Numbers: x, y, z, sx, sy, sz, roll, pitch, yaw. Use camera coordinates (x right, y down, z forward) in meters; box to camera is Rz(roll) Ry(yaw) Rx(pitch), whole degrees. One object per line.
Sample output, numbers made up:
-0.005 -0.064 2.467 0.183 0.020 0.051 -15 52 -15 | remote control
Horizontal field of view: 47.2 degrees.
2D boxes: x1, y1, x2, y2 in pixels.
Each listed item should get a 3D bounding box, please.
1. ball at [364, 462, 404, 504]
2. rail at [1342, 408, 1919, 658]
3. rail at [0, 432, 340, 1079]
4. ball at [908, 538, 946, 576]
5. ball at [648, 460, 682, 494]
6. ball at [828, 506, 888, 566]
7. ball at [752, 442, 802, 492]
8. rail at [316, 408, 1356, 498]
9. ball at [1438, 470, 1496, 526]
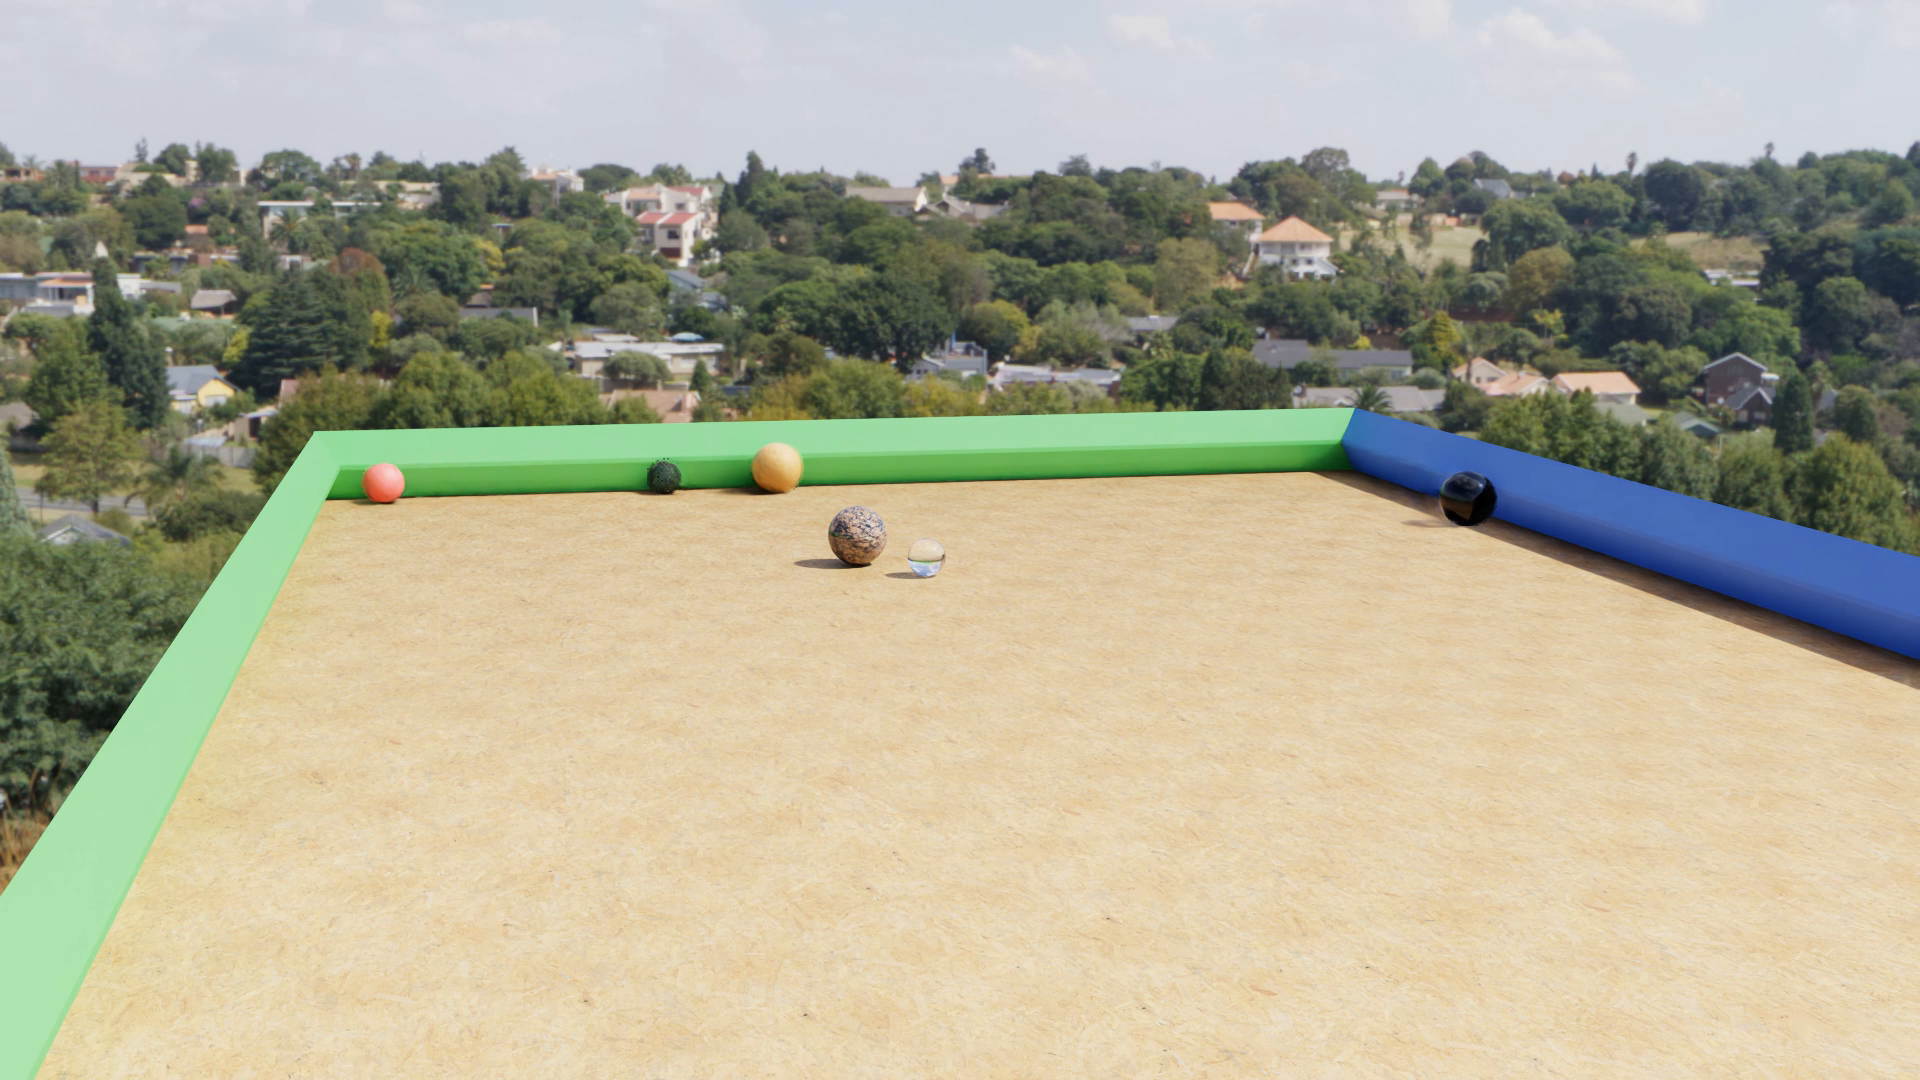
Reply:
-1.034 -0.102 3.947 0.072 0.072 0.072 0 9 0 | ball
1.147 0.088 2.635 0.045 0.122 3.654 -2 10 -12 | rail
-0.767 0.154 2.234 0.045 0.122 3.654 -2 10 -12 | rail
-0.049 0.025 3.222 0.057 0.057 0.057 0 9 0 | ball
-0.545 -0.116 4.064 0.061 0.061 0.061 0 9 0 | ball
-0.154 -0.007 3.314 0.090 0.090 0.090 0 9 0 | ball
-0.340 -0.134 4.076 0.094 0.094 0.094 0 9 0 | ball
-0.185 -0.166 4.175 2.004 0.122 0.045 -2 10 -12 | rail
0.851 -0.071 3.690 0.094 0.094 0.094 0 9 0 | ball
